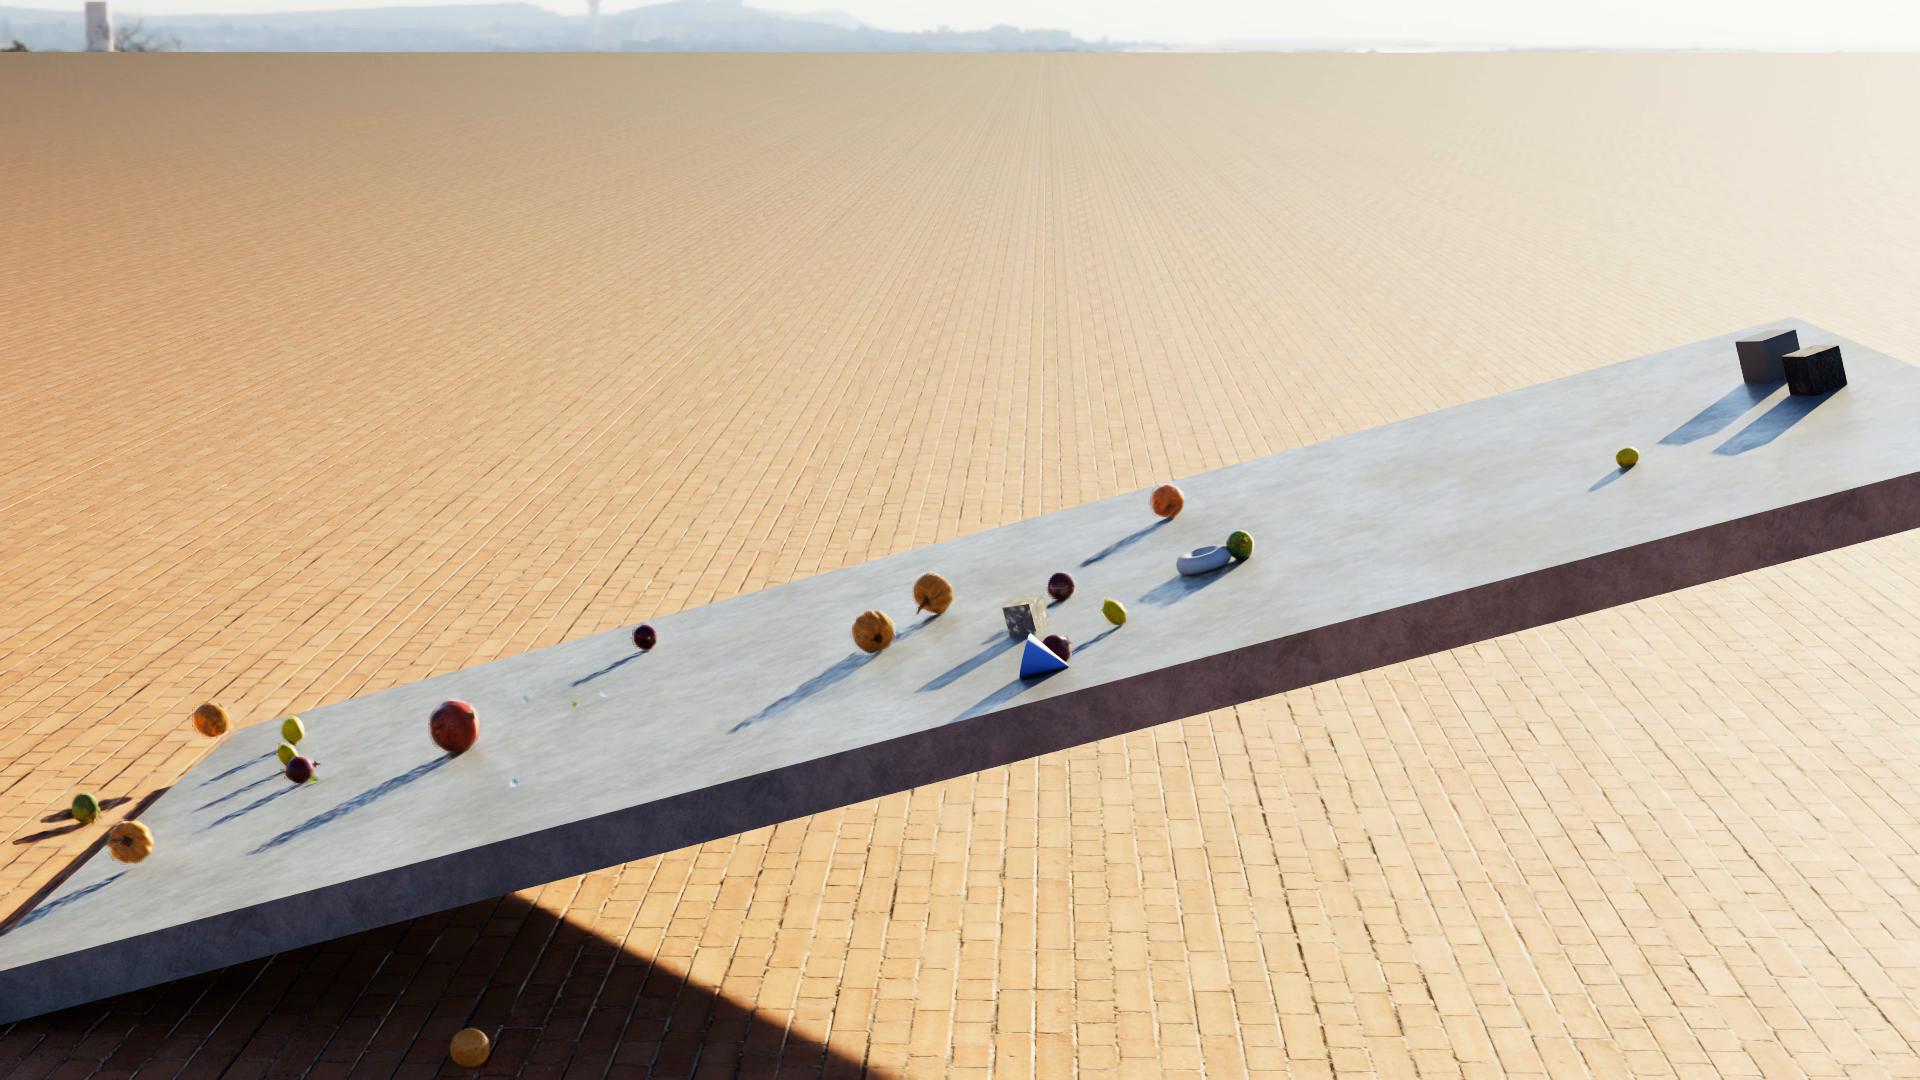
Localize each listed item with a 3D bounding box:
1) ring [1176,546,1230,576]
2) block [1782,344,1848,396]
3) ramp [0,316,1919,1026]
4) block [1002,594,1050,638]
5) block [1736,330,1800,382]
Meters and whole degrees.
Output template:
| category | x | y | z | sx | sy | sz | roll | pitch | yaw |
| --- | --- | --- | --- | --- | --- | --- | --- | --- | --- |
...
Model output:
| category | x | y | z | sx | sy | sz | roll | pitch | yaw |
| --- | --- | --- | --- | --- | --- | --- | --- | --- | --- |
| ring | 0.504 | 0.042 | 6.082 | 0.116 | 0.039 | 0.116 | -16 | 11 | 3 |
| block | 1.792 | -0.356 | 6.169 | 0.085 | 0.085 | 0.085 | -18 | 10 | -17 |
| ramp | 0.082 | 0.190 | 6.328 | 4.000 | 0.100 | 2.000 | -15 | 9 | 4 |
| block | 0.134 | 0.154 | 5.952 | 0.063 | 0.063 | 0.063 | -10 | 11 | 31 |
| block | 1.776 | -0.404 | 6.449 | 0.094 | 0.094 | 0.094 | -19 | 10 | -20 |
